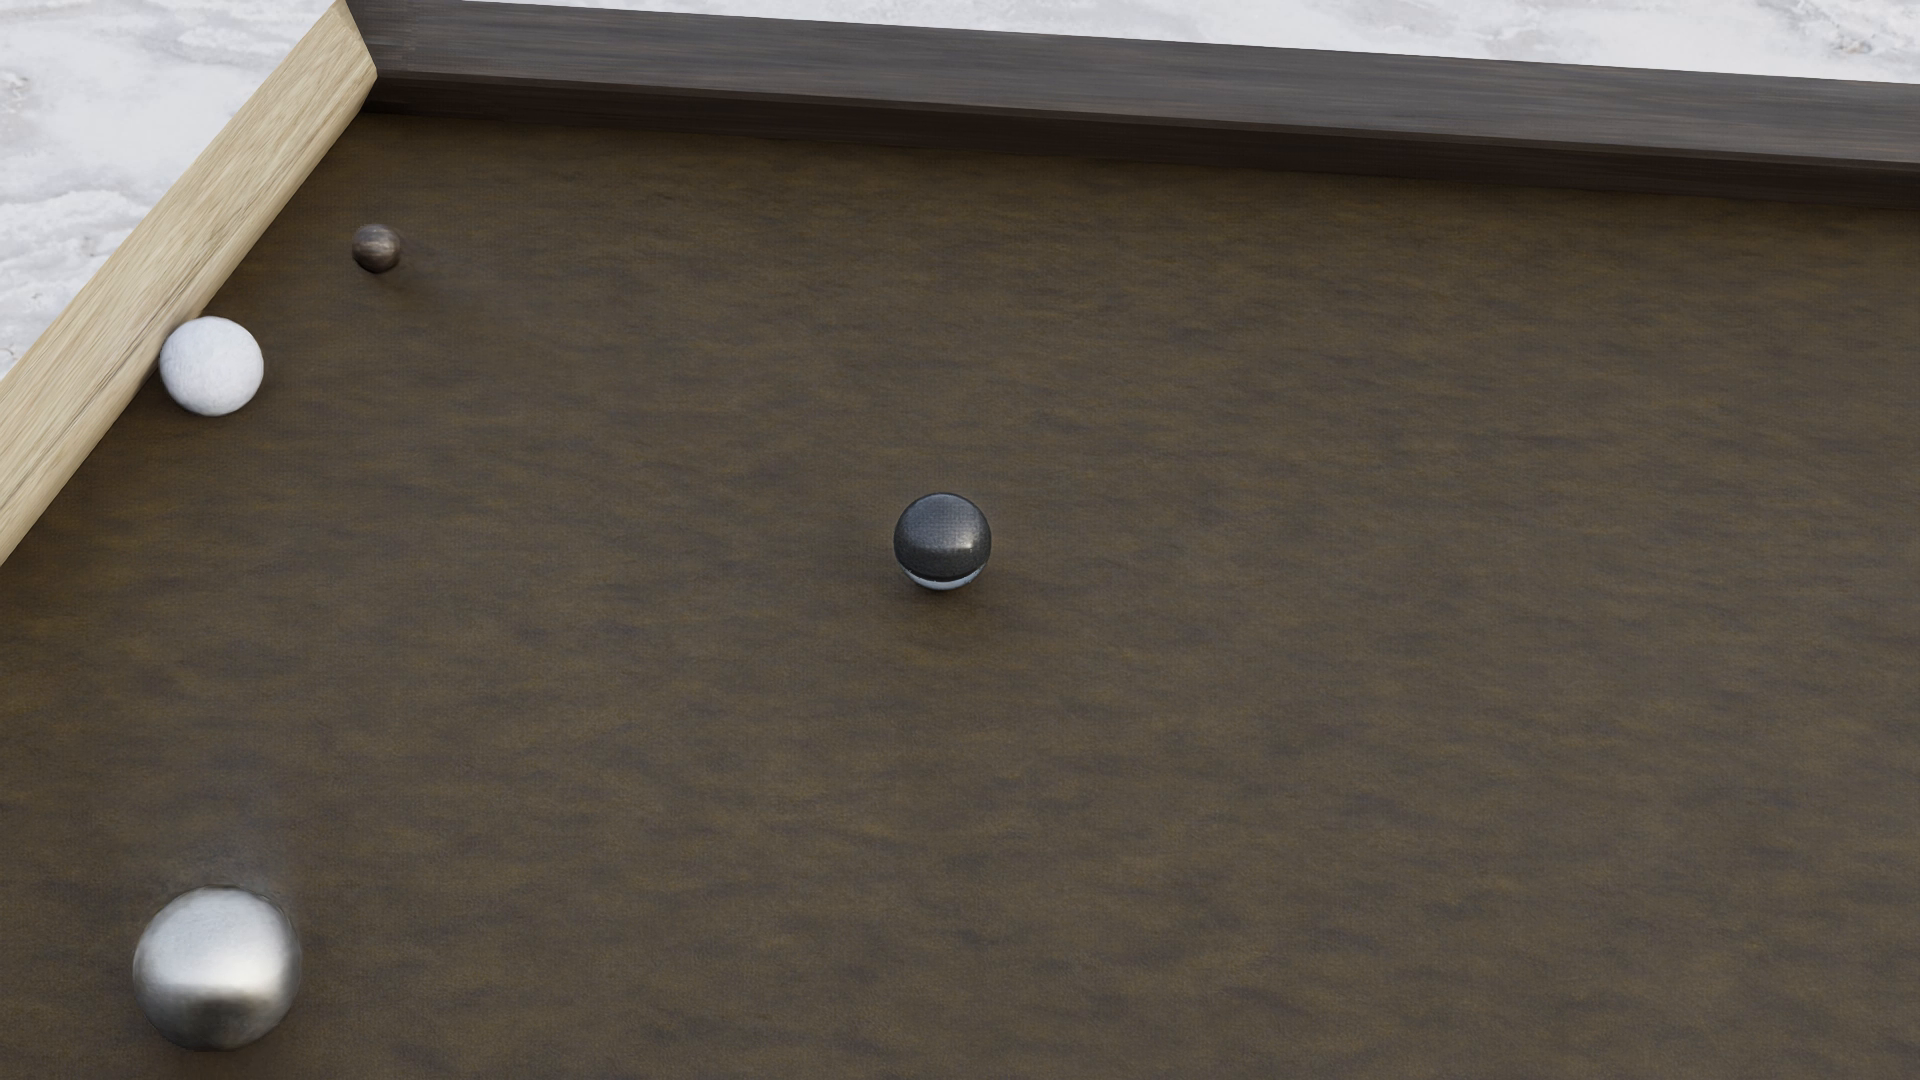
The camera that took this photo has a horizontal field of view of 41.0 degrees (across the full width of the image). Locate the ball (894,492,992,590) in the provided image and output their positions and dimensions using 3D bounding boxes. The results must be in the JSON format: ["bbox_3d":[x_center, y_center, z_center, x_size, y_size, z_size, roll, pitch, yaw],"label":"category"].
[{"bbox_3d":[-0.013,0.001,1.969,0.076,0.076,0.076,0,34,0],"label":"ball"}]

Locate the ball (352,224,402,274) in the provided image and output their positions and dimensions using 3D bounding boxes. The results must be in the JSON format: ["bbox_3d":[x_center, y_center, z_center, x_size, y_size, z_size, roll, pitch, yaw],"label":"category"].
[{"bbox_3d":[-0.544,-0.272,2.394,0.045,0.045,0.045,0,34,0],"label":"ball"}]

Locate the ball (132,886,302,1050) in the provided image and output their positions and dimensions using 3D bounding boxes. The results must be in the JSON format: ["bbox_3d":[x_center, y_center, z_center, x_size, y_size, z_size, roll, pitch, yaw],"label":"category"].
[{"bbox_3d":[-0.453,0.261,1.567,0.100,0.100,0.100,0,34,0],"label":"ball"}]

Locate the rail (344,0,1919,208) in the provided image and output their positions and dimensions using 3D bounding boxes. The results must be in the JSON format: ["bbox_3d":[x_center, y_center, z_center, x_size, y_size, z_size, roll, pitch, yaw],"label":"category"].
[{"bbox_3d":[0.843,-0.372,2.464,2.990,0.130,0.045,5,35,7],"label":"rail"}]

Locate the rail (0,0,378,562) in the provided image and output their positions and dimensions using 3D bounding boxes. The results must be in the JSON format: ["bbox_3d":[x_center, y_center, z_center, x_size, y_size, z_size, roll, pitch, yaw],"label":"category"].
[{"bbox_3d":[-0.716,-0.084,2.043,0.045,0.130,1.500,5,35,7],"label":"rail"}]

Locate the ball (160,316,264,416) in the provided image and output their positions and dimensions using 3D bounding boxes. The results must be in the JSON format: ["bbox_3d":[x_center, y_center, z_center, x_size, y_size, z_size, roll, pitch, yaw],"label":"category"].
[{"bbox_3d":[-0.635,-0.148,2.178,0.085,0.085,0.085,0,34,0],"label":"ball"}]
